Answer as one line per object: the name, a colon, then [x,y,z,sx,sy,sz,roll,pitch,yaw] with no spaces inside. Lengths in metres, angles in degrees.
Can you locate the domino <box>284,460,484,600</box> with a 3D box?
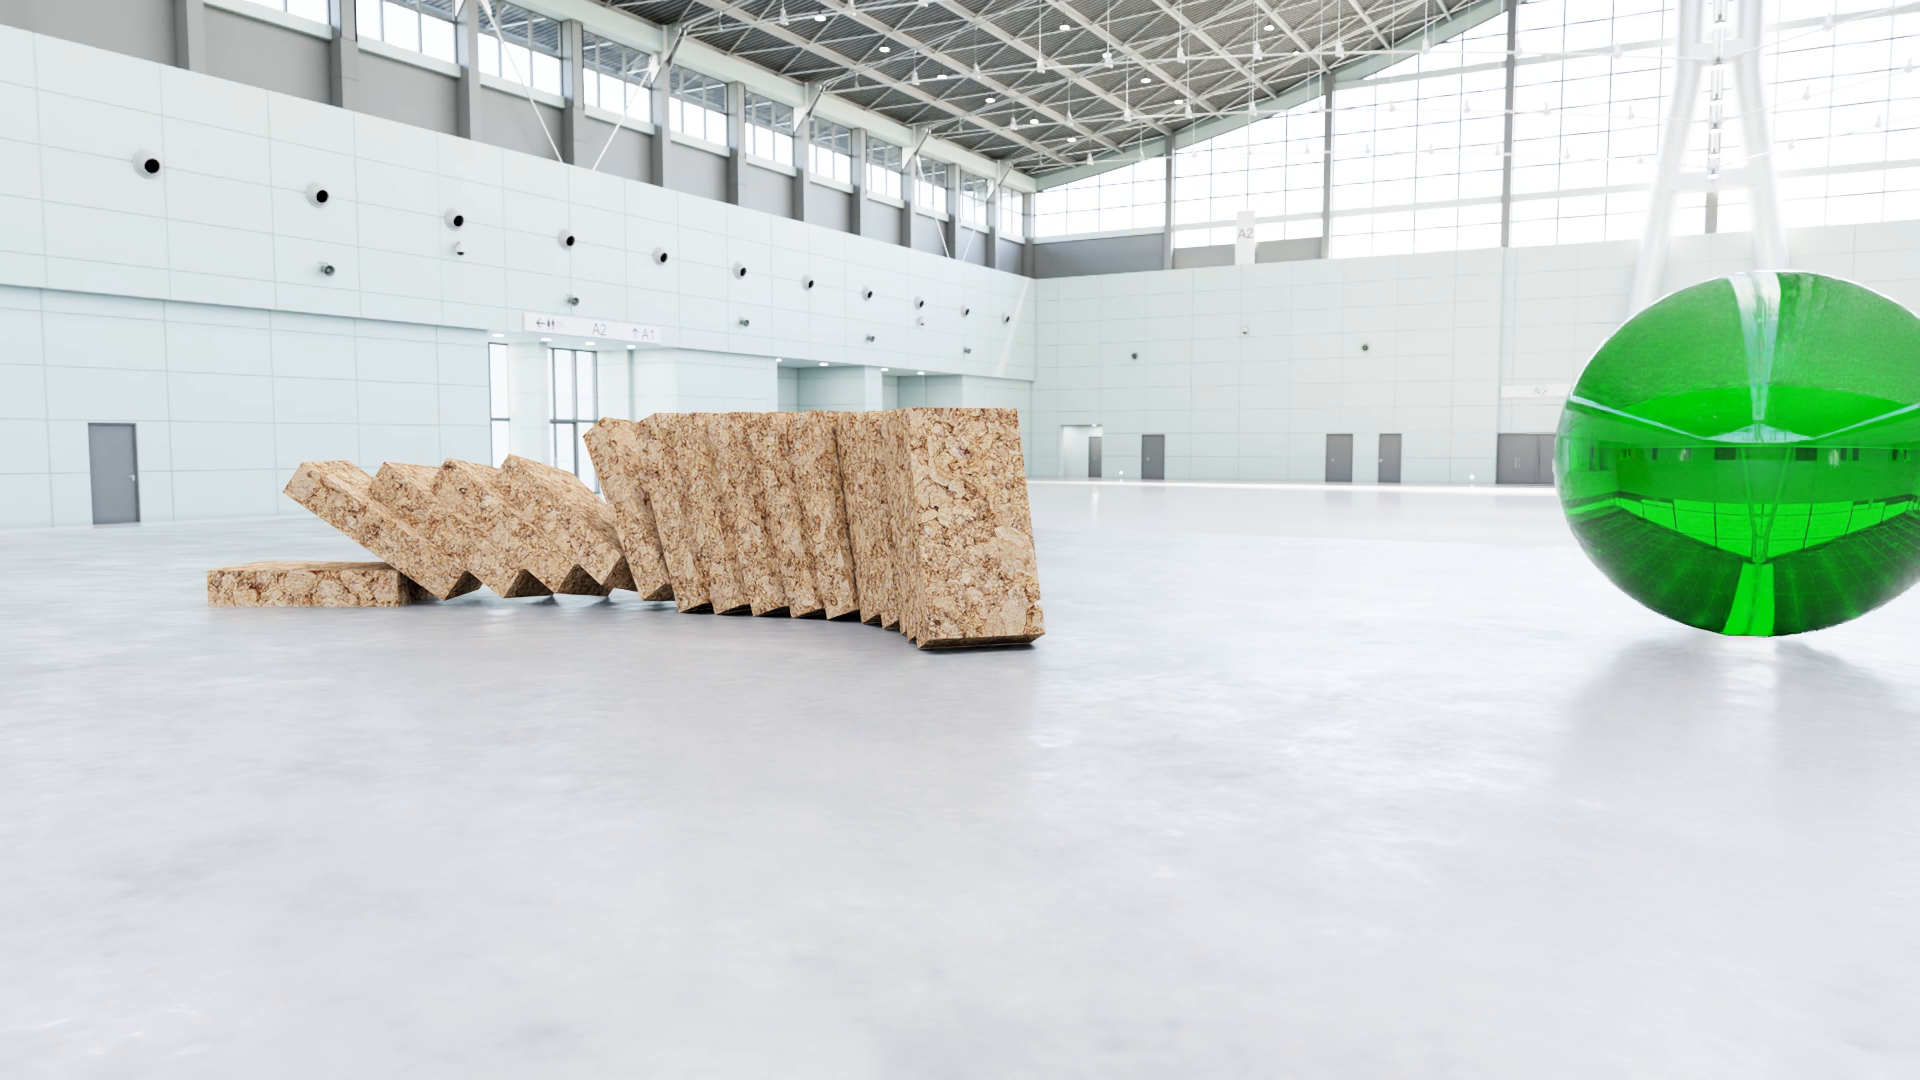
domino: [-0.153,-0.003,0.347,0.050,0.009,0.025,35,4,-3]

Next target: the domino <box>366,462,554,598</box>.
domino: [-0.134,-0.003,0.352,0.050,0.009,0.025,36,7,10]

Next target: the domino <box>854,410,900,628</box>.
domino: [-0.008,-0.005,0.303,0.025,0.050,0.010,-2,-15,-26]

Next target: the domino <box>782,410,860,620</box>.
domino: [-0.026,-0.007,0.319,0.010,0.050,0.025,-20,-10,38]

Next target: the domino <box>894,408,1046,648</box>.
domino: [0.002,-0.003,0.273,0.025,0.050,0.010,-1,-16,-18]

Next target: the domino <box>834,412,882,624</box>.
domino: [-0.014,-0.006,0.311,0.025,0.050,0.010,-2,-15,-26]

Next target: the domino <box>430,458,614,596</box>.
domino: [-0.118,-0.003,0.352,0.050,0.009,0.025,36,6,16]

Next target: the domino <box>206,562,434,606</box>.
domino: [-0.172,0.012,0.348,0.050,0.009,0.025,0,4,1]

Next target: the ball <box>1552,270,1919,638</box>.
ball: [0.174,-0.019,0.282,0.080,0.080,0.080,0,4,0]

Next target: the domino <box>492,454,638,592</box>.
domino: [-0.103,-0.004,0.352,0.050,0.009,0.025,37,7,25]

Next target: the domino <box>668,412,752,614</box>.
domino: [-0.057,-0.007,0.330,0.009,0.050,0.025,-20,-8,35]

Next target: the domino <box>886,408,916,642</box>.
domino: [-0.001,-0.004,0.282,0.025,0.050,0.010,-1,-16,-18]

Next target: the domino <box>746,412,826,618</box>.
domino: [-0.036,-0.007,0.324,0.010,0.050,0.025,-20,-9,38]

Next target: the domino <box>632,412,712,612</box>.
domino: [-0.067,-0.008,0.334,0.010,0.050,0.025,-20,-8,35]

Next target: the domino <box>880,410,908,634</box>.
domino: [-0.003,-0.004,0.292,0.025,0.050,0.010,-1,-16,-18]

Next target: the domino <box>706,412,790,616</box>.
domino: [-0.047,-0.007,0.327,0.010,0.050,0.025,-20,-8,35]

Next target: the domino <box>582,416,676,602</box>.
domino: [-0.080,-0.008,0.343,0.010,0.050,0.025,-34,-20,28]
